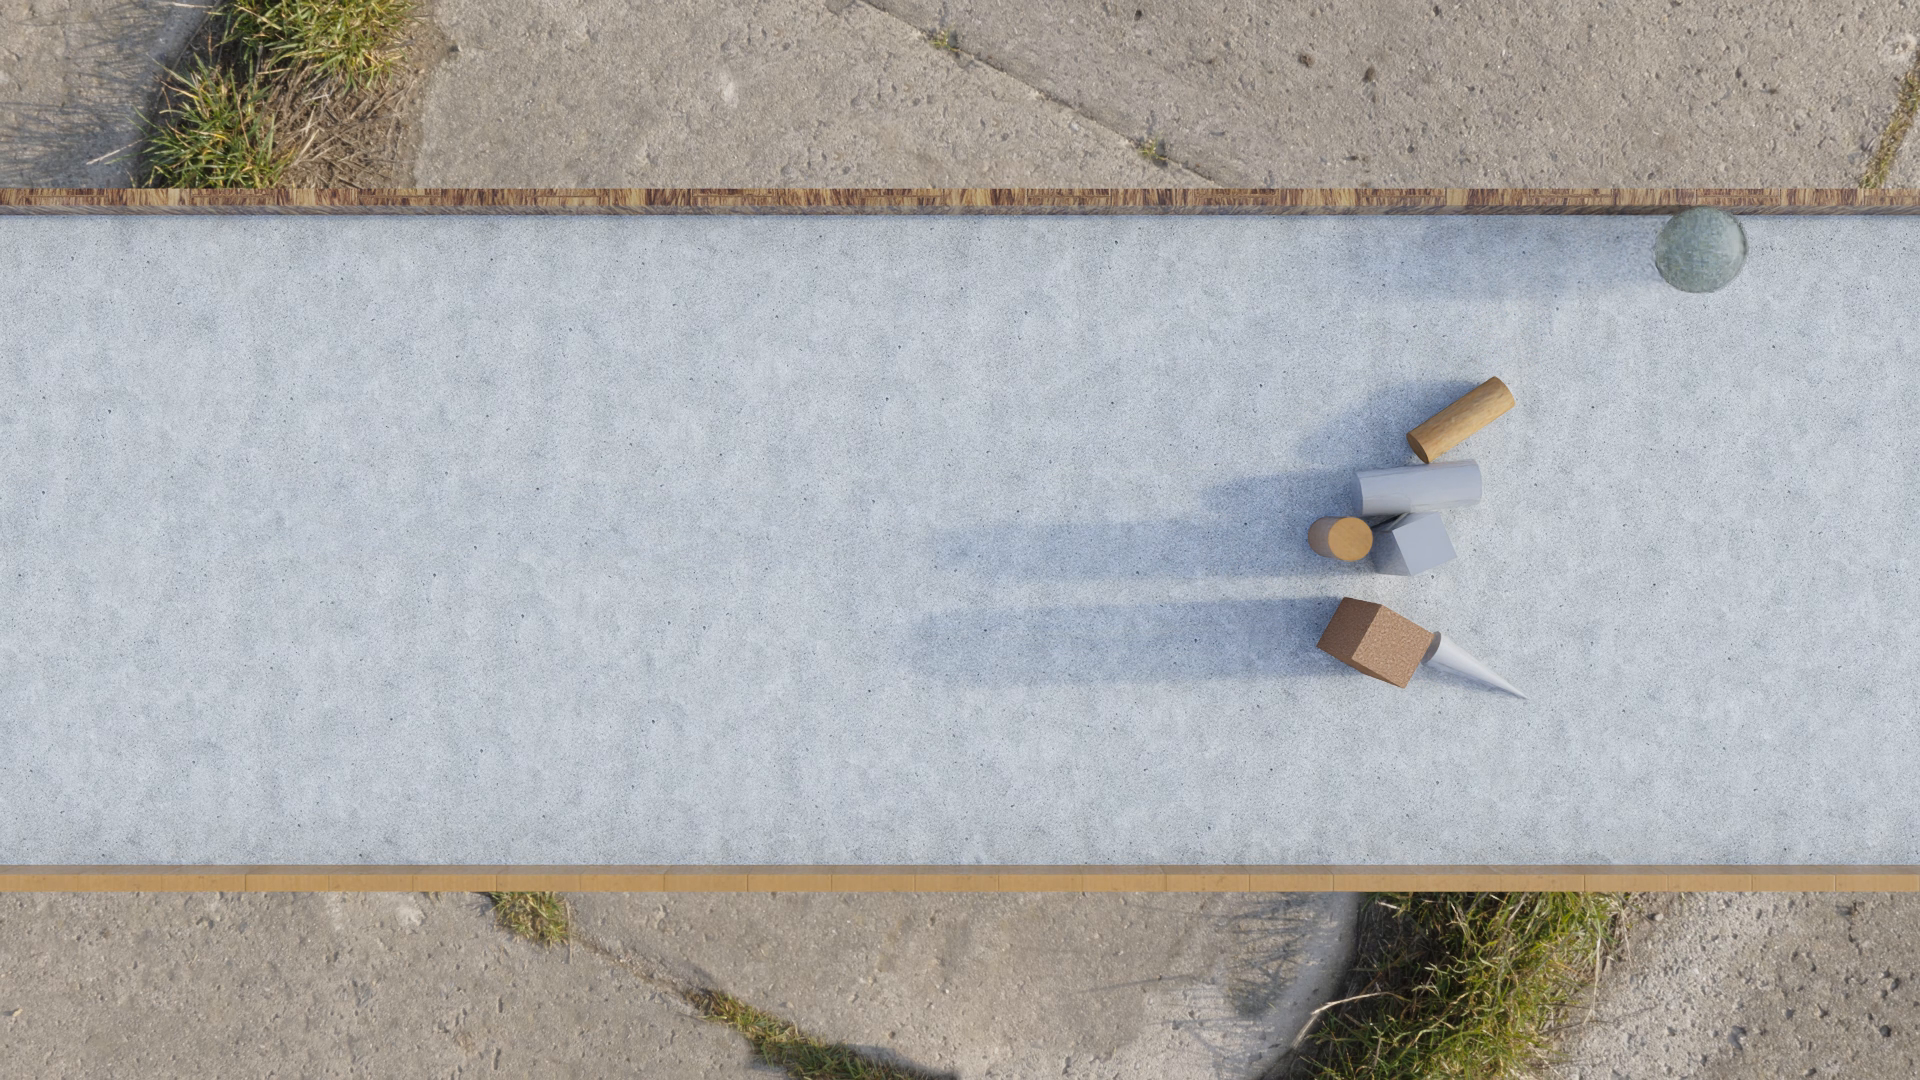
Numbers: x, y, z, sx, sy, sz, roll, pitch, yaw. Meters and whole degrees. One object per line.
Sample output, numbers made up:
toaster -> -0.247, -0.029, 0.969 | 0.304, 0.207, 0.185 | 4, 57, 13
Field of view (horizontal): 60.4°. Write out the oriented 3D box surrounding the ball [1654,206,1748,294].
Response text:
ball -> 2.220, -0.870, 4.948 | 0.257, 0.257, 0.257 | 0, 90, 0

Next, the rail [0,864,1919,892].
rail -> -2.247, 1.025, 5.001 | 12.000, 0.150, 0.050 | 0, 90, 0

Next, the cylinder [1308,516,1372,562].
cylinder -> 1.126, -0.006, 4.900 | 0.127, 0.348, 0.127 | 0, 91, 2

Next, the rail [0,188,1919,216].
rail -> -2.247, -1.025, 5.002 | 12.000, 0.150, 0.050 | 0, 90, 0

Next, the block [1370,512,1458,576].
block -> 1.326, 0.011, 4.890 | 0.143, 0.372, 0.143 | -23, 90, 0

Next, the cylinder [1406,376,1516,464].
cylinder -> 1.523, -0.365, 5.020 | 0.313, 0.112, 0.112 | -33, 90, 0

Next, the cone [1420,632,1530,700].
cone -> 1.599, 0.412, 5.049 | 0.380, 0.110, 0.110 | 27, 90, -8

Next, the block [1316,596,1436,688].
block -> 1.222, 0.298, 4.876 | 0.177, 0.393, 0.177 | 30, 90, -3

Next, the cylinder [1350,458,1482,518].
cylinder -> 1.383, -0.156, 5.005 | 0.360, 0.143, 0.143 | -7, 90, 0
